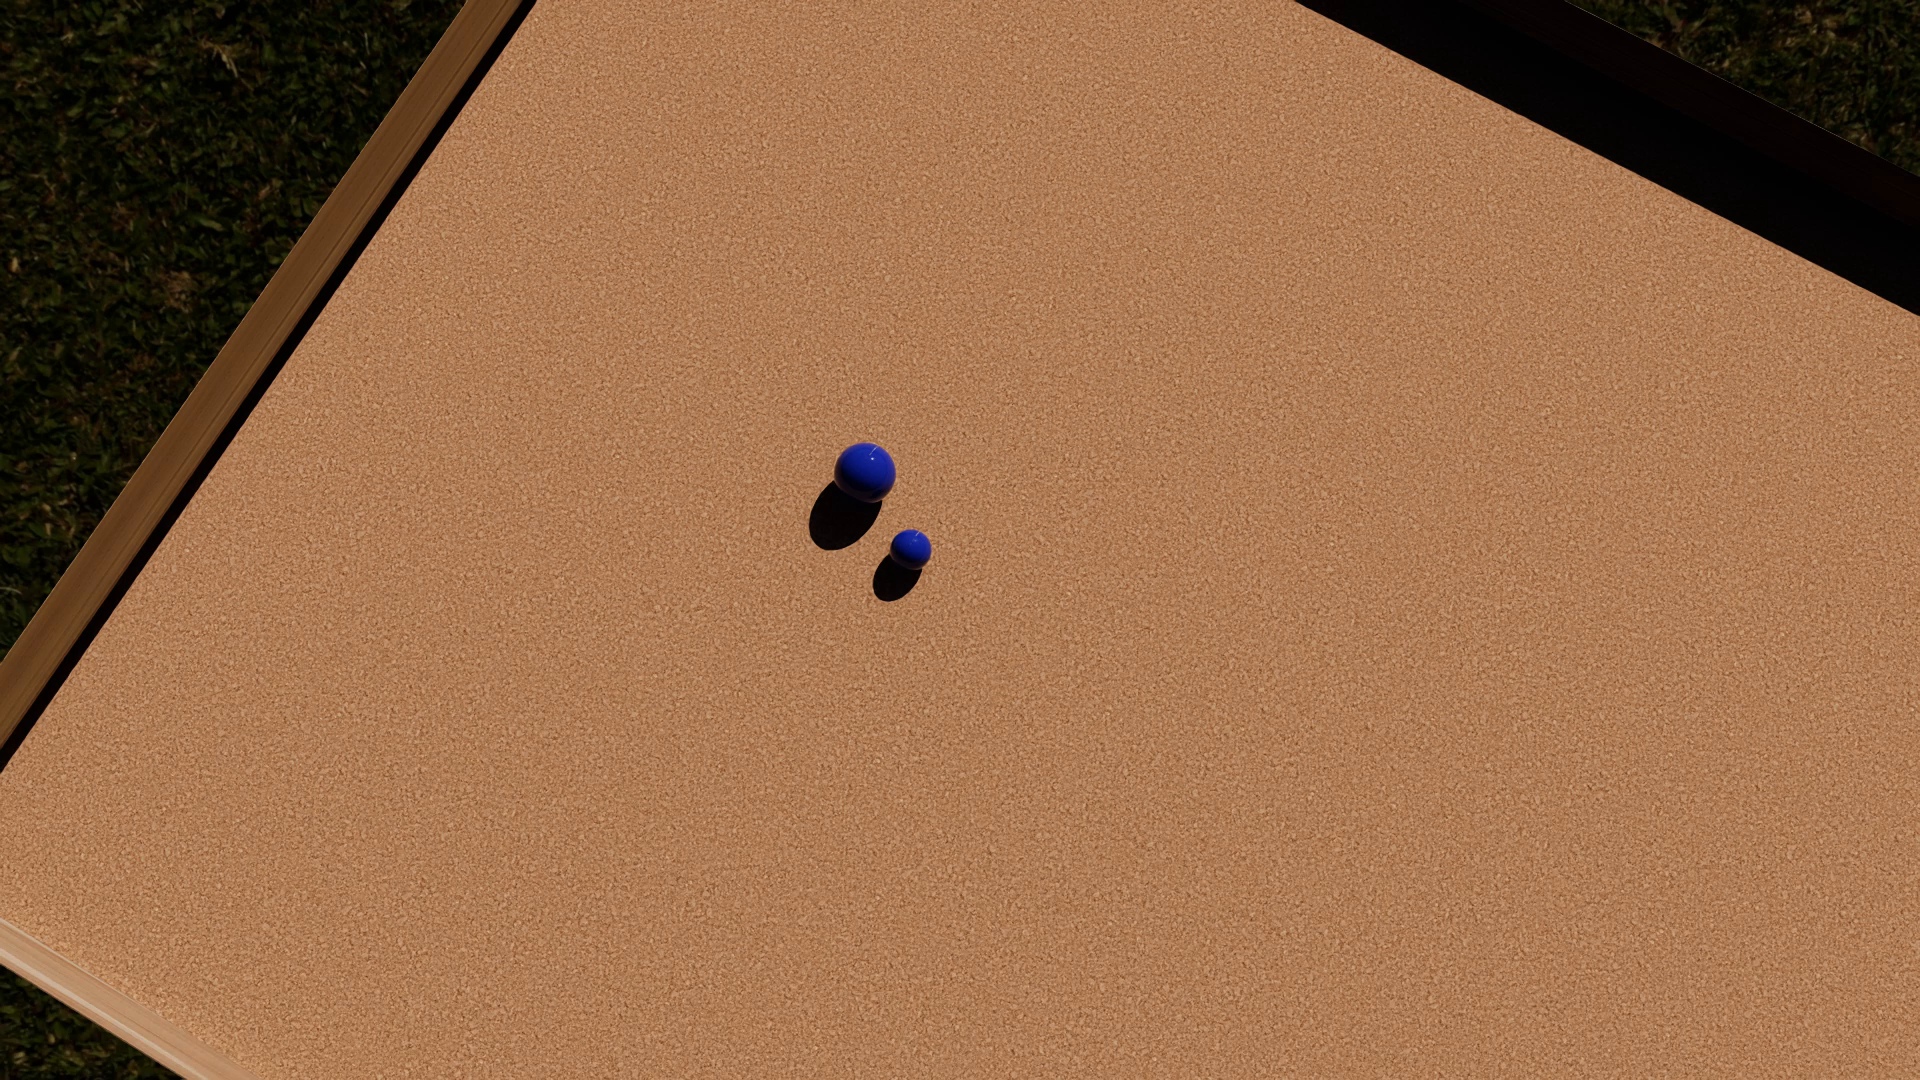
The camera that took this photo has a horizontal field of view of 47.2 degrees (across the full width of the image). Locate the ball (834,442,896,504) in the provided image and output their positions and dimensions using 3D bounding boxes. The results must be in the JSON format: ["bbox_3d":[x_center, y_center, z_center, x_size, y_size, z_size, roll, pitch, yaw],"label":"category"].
[{"bbox_3d":[-0.145,-0.102,3.368,0.096,0.096,0.096,0,75,0],"label":"ball"}]

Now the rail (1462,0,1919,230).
[{"bbox_3d":[1.564,-0.482,3.456,4.443,0.125,0.045,29,77,8],"label":"rail"}]

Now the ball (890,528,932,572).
[{"bbox_3d":[-0.075,0.015,3.352,0.064,0.064,0.064,0,75,0],"label":"ball"}]

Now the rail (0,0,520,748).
[{"bbox_3d":[-0.943,-0.528,3.469,0.045,0.125,2.461,29,77,8],"label":"rail"}]

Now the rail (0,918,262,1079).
[{"bbox_3d":[0.362,1.537,2.903,4.443,0.125,0.045,29,77,8],"label":"rail"}]
